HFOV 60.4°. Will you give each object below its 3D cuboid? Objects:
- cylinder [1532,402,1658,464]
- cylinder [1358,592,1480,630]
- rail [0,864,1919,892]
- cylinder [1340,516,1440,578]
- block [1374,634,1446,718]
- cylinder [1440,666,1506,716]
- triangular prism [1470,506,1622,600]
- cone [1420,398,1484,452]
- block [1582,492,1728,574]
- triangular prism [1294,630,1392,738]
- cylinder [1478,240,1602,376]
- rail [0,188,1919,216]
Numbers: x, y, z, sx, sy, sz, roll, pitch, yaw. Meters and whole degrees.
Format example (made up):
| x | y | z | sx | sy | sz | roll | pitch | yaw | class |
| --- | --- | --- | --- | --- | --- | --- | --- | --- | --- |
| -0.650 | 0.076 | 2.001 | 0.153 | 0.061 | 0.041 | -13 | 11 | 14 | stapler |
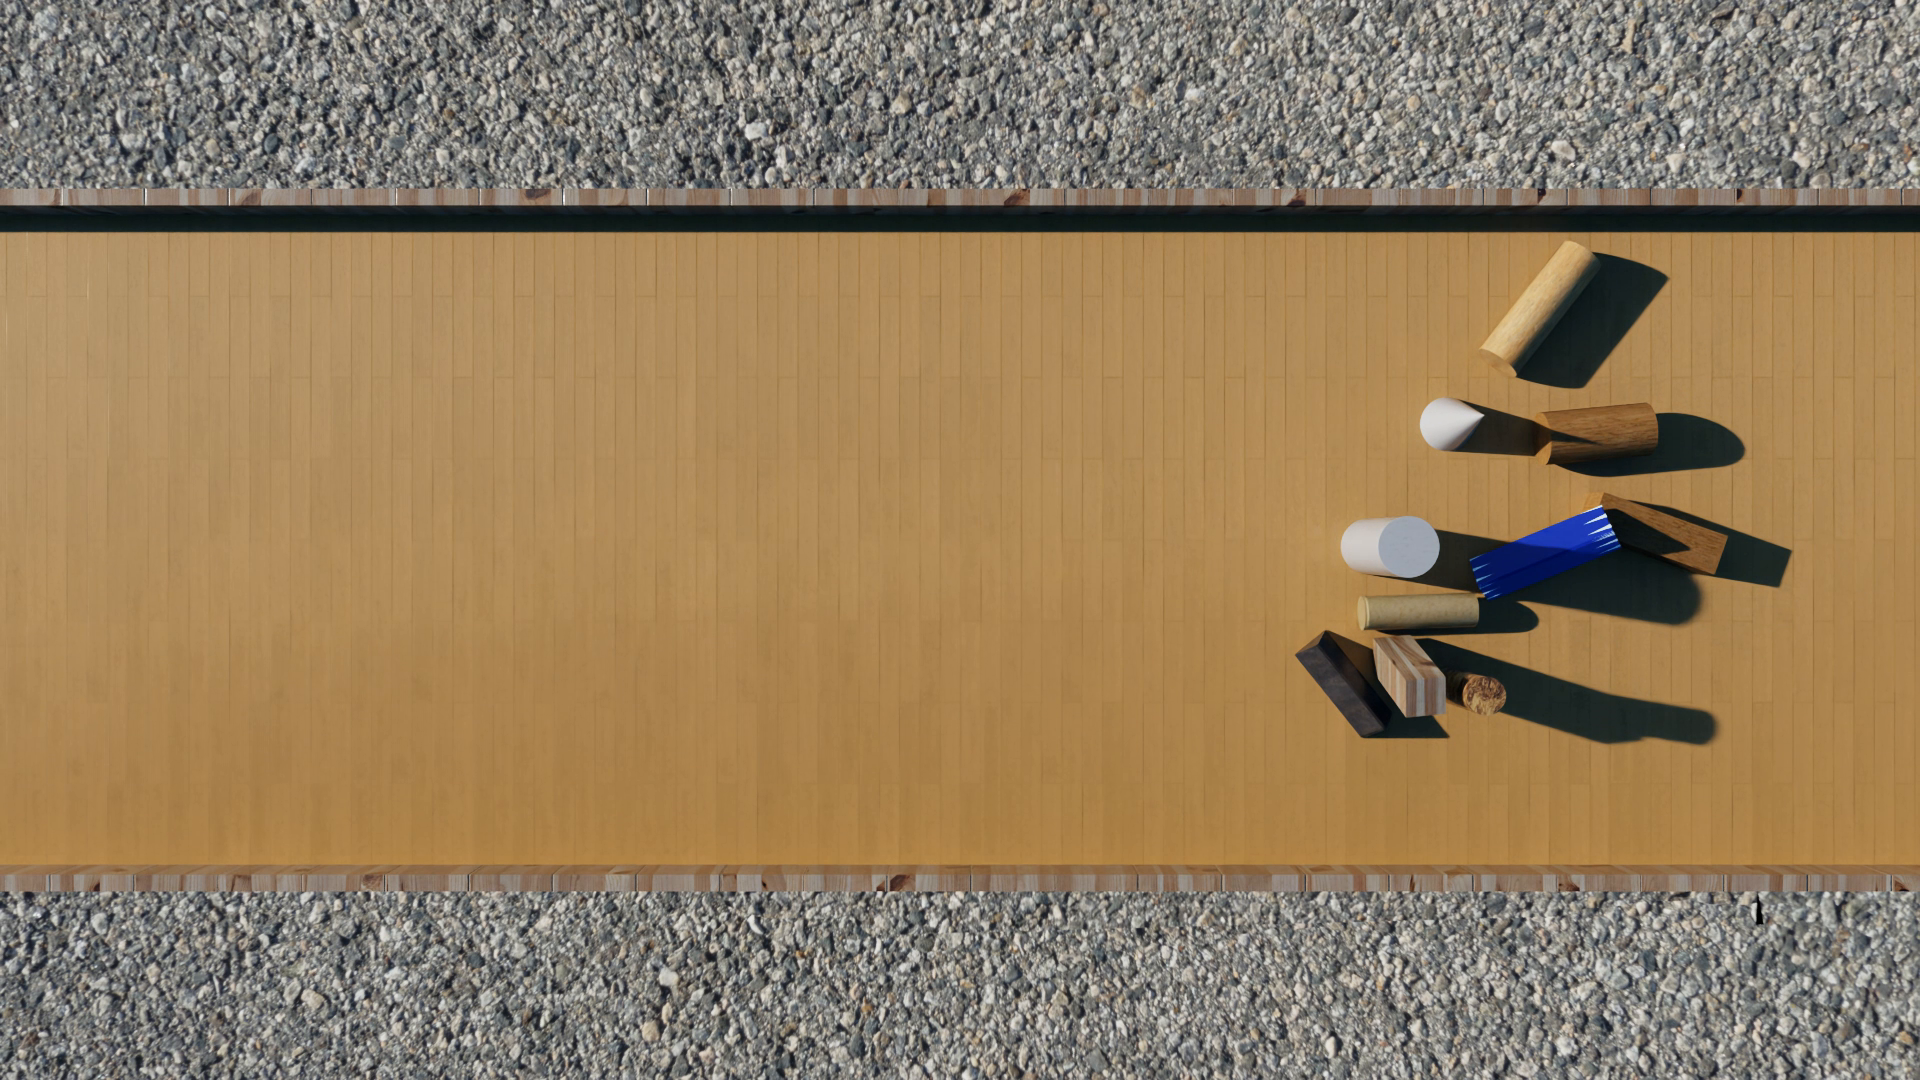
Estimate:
| x | y | z | sx | sy | sz | roll | pitch | yaw | class |
| --- | --- | --- | --- | --- | --- | --- | --- | --- | --- |
| 1.921 | -0.321 | 4.995 | 0.320 | 0.161 | 0.161 | -5 | 90 | 0 | cylinder |
| 1.394 | 0.218 | 5.024 | 0.342 | 0.104 | 0.104 | -2 | 90 | 0 | cylinder |
| -2.247 | 1.025 | 5.001 | 12.000 | 0.150 | 0.050 | 0 | 90 | 0 | rail |
| 1.259 | 0.019 | 4.851 | 0.173 | 0.451 | 0.173 | 0 | 90 | 0 | cylinder |
| 1.330 | 0.400 | 4.892 | 0.115 | 0.351 | 0.115 | -5 | 107 | 0 | block |
| 1.502 | 0.446 | 4.891 | 0.112 | 0.371 | 0.112 | 0 | 90 | 0 | cylinder |
| 1.754 | 0.051 | 4.945 | 0.413 | 0.121 | 0.140 | -25 | 90 | 20 | triangular prism |
| 1.500 | -0.357 | 4.897 | 0.167 | 0.360 | 0.167 | 0 | 90 | 0 | cone |
| 2.101 | -0.020 | 5.015 | 0.396 | 0.123 | 0.123 | 20 | 90 | 0 | block |
| 1.179 | 0.443 | 5.021 | 0.121 | 0.105 | 0.328 | -39 | 90 | 0 | triangular prism |
| 1.759 | -0.701 | 5.008 | 0.137 | 0.137 | 0.415 | 38 | 90 | 0 | cylinder |
| -2.247 | -1.025 | 5.002 | 12.000 | 0.150 | 0.050 | 0 | 90 | 0 | rail |
